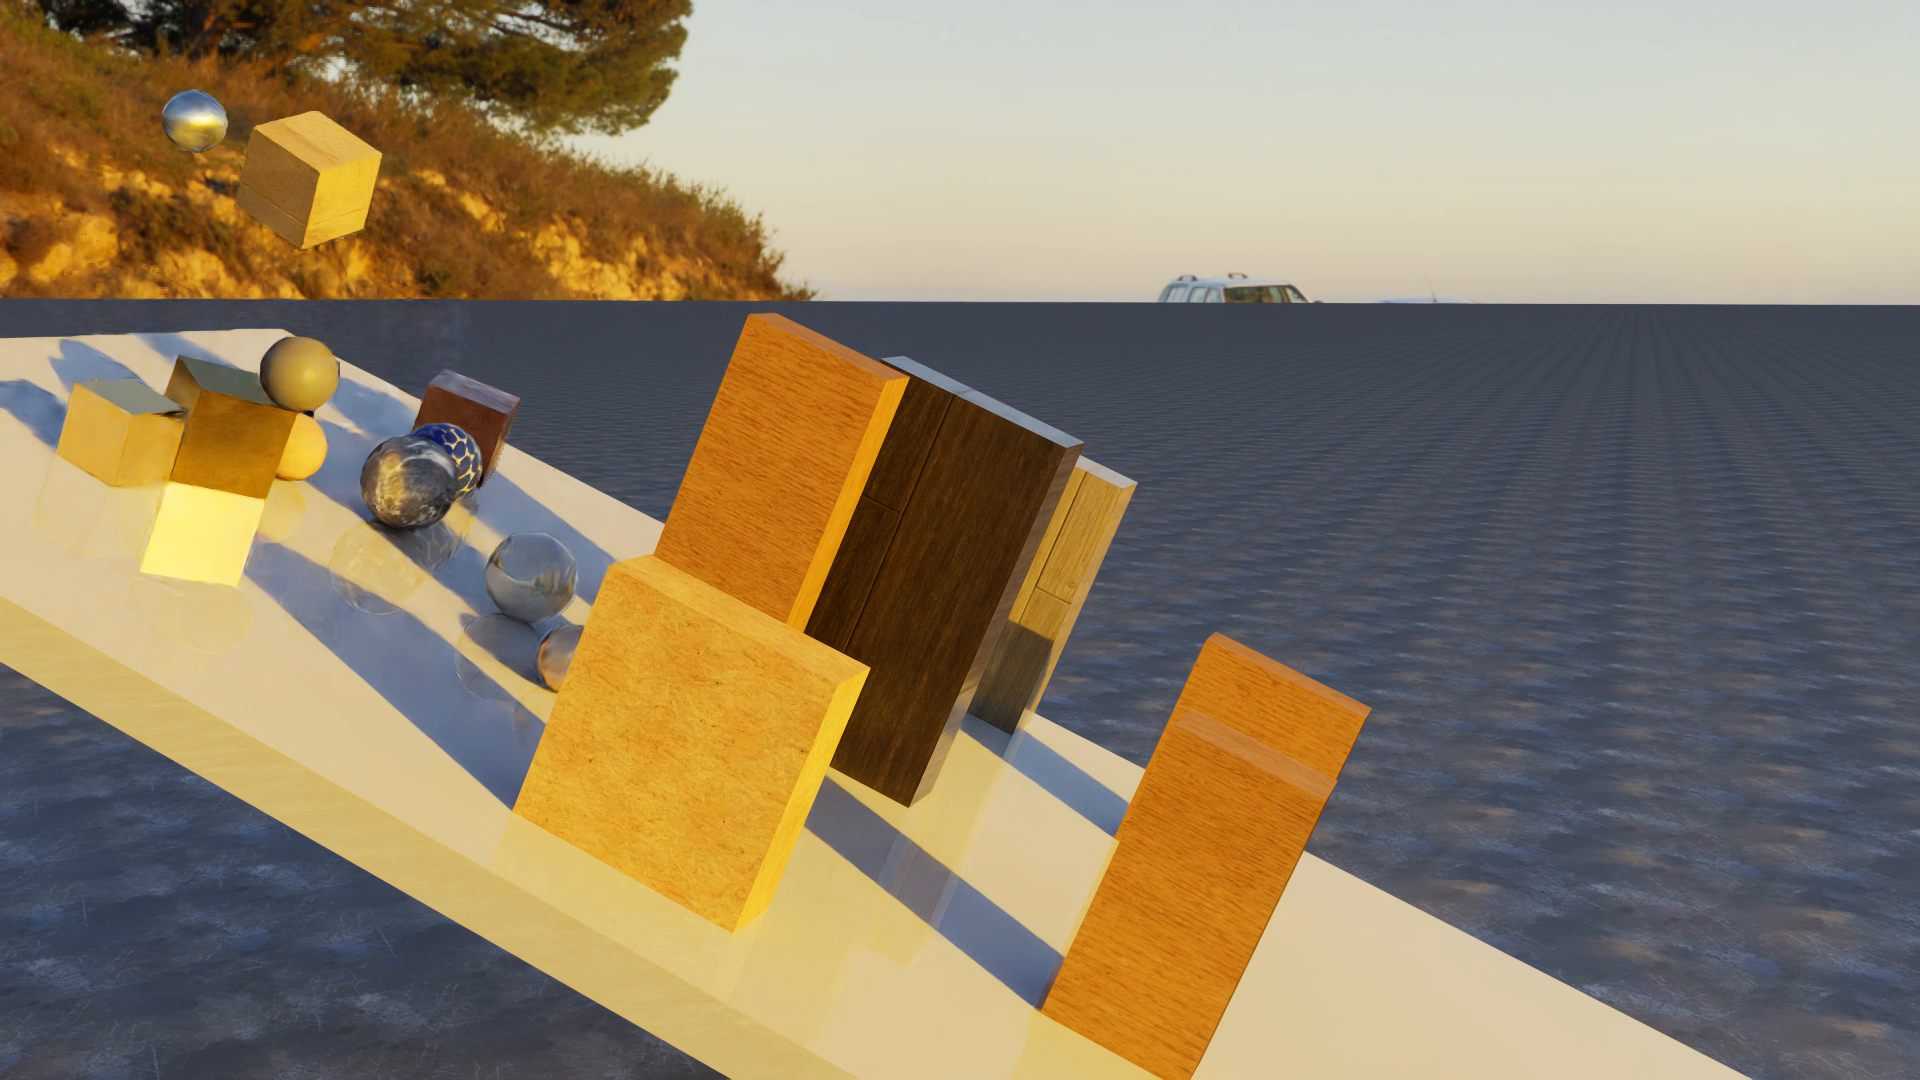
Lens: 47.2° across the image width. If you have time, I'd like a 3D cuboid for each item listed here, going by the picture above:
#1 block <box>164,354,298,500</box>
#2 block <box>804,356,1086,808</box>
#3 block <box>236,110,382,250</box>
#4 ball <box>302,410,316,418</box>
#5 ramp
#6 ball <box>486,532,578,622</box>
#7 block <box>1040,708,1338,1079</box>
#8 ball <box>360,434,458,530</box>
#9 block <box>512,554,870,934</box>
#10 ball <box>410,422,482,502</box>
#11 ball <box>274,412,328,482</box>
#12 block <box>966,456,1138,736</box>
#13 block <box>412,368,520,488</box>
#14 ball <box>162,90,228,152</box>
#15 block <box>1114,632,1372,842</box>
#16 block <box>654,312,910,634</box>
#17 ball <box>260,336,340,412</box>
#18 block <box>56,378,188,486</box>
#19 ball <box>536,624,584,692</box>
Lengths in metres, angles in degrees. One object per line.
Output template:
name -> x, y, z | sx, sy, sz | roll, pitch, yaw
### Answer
block -> -1.455, -0.222, 4.338 | 0.192, 0.192, 0.192 | 14, 16, -37
block -> -0.103, 0.078, 4.210 | 0.394, 0.759, 0.140 | 26, 13, 13
block -> -1.379, -0.765, 4.658 | 0.189, 0.189, 0.189 | 33, 33, 13
ball -> -1.455, -0.286, 4.727 | 0.134, 0.134, 0.134 | 0, 7, 0
ramp -> -0.282, 0.489, 4.181 | 4.000, 0.100, 2.000 | 26, 13, 13
ball -> -0.833, 0.072, 4.276 | 0.177, 0.177, 0.177 | 0, 7, 0
block -> 0.368, 0.576, 3.544 | 0.260, 0.534, 0.143 | 26, 13, 13
ball -> -1.123, -0.117, 4.490 | 0.195, 0.195, 0.195 | 0, 7, 0
block -> -0.423, 0.314, 3.447 | 0.409, 0.437, 0.144 | 26, 13, 13
ball -> -1.117, -0.164, 4.721 | 0.179, 0.179, 0.179 | 0, 7, 0
ball -> -1.364, -0.191, 4.488 | 0.142, 0.142, 0.142 | 0, 7, 0
block -> 0.123, 0.088, 4.892 | 0.300, 0.607, 0.148 | 26, 13, 13
block -> -1.140, -0.257, 5.032 | 0.185, 0.185, 0.185 | 21, 13, -8
ball -> -1.442, -0.789, 4.142 | 0.117, 0.117, 0.117 | 0, 7, 0
block -> 0.571, 0.474, 4.456 | 0.348, 0.460, 0.105 | 26, 13, 13
block -> -0.380, 0.008, 3.962 | 0.278, 0.783, 0.127 | 26, 13, 13
ball -> -1.285, -0.323, 4.278 | 0.149, 0.149, 0.149 | 0, 7, 0
block -> -1.578, -0.204, 4.145 | 0.146, 0.146, 0.146 | 27, 16, 18
ball -> -0.706, 0.219, 4.014 | 0.131, 0.131, 0.131 | 0, 7, 0
